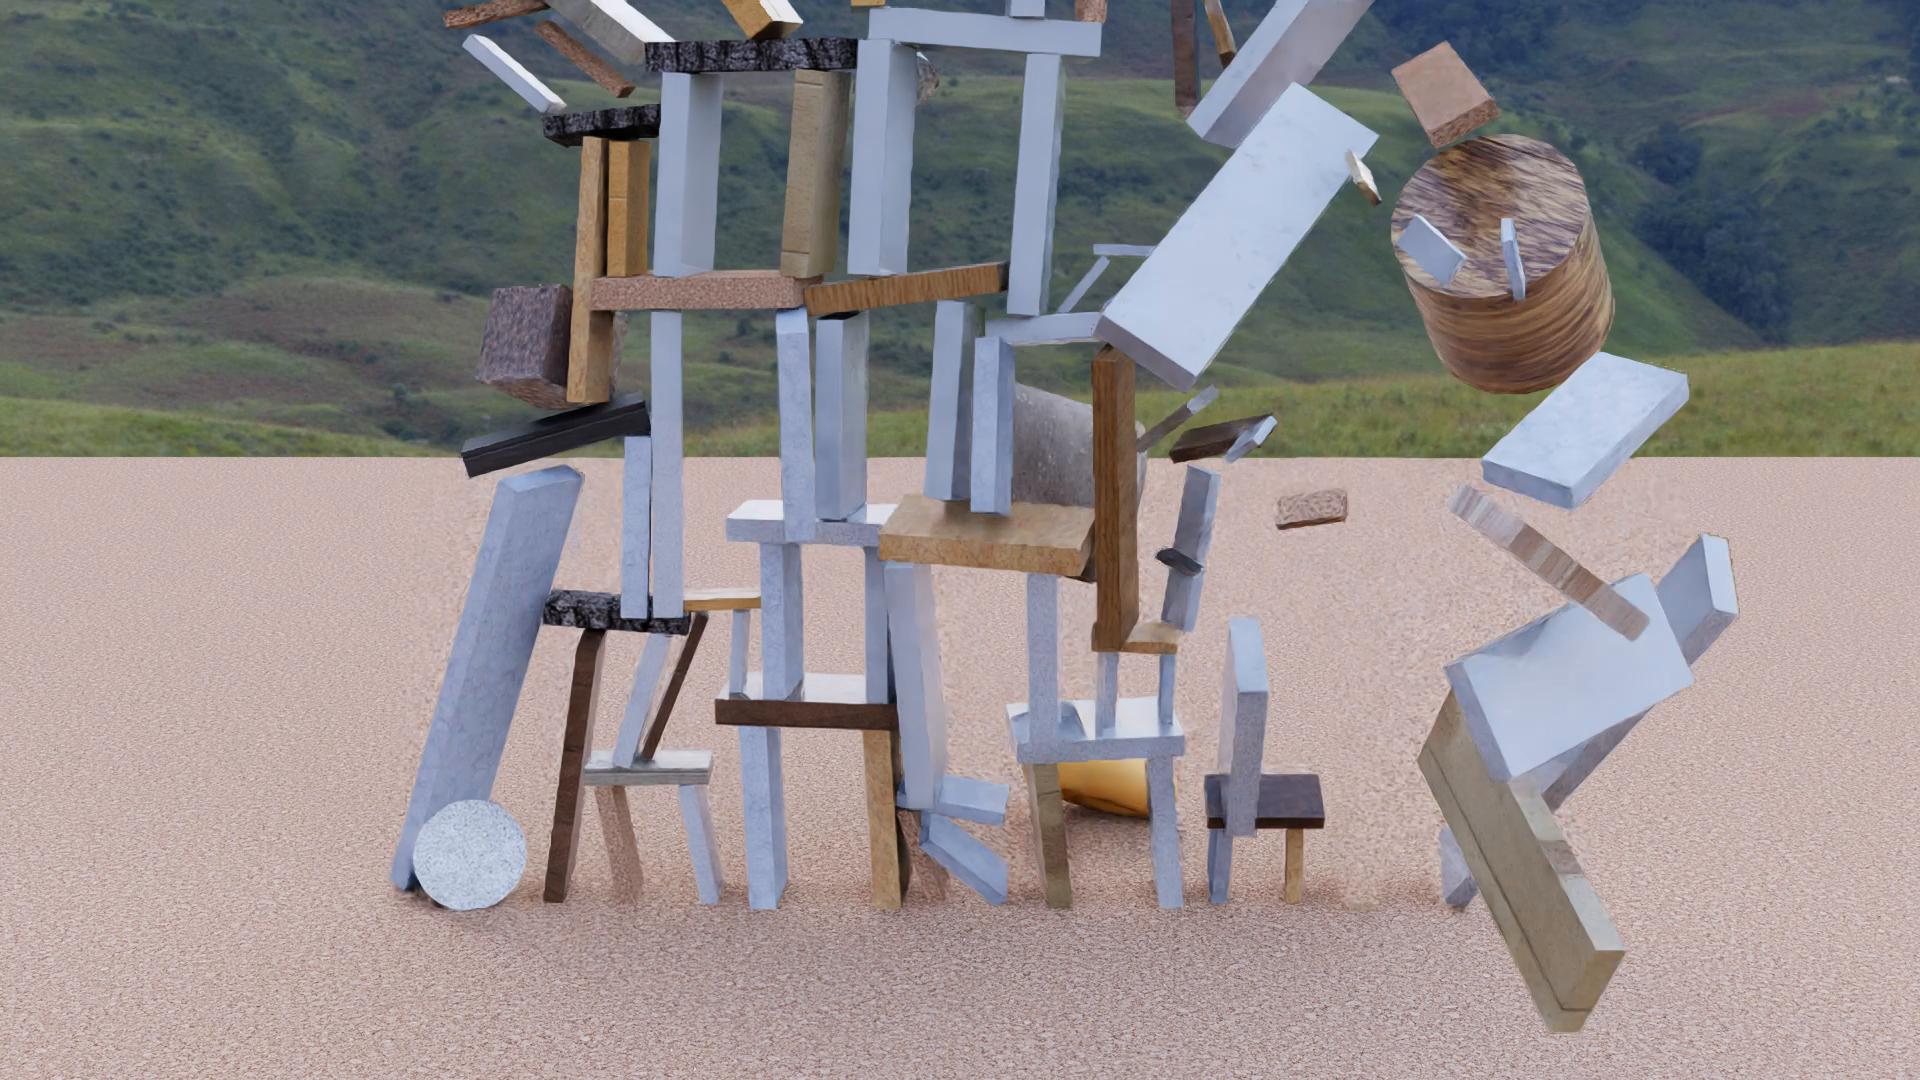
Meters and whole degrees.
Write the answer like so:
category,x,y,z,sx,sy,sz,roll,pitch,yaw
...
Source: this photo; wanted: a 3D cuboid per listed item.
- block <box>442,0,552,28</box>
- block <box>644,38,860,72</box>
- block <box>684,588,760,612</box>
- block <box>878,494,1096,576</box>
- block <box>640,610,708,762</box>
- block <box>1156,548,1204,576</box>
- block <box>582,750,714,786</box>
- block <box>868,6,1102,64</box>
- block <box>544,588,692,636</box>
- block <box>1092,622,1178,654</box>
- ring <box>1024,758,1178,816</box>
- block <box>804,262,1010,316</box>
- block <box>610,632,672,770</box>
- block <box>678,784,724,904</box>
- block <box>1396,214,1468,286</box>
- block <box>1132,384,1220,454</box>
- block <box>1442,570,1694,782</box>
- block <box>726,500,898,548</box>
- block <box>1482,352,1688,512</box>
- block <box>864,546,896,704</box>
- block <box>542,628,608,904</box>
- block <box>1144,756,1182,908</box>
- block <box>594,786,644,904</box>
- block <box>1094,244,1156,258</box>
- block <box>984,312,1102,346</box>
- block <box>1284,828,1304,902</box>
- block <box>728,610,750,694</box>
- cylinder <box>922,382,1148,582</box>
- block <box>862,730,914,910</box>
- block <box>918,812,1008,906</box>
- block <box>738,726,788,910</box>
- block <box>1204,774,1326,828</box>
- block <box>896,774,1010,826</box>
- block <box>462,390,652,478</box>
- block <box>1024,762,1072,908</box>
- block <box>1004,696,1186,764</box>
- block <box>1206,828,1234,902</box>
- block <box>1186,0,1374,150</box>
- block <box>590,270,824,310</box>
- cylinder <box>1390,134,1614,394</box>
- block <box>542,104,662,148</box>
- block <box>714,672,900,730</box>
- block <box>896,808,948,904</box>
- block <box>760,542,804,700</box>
category,x,y,z,sx,sy,sz,roll,pitch,yaw
block,-0.713,-0.826,3.422,0.163,0.023,0.081,-9,11,12
block,-0.308,-0.739,3.356,0.307,0.043,0.153,2,12,13
block,-0.379,0.096,3.572,0.135,0.019,0.067,-2,13,-1
block,0.047,-0.009,3.389,0.312,0.044,0.156,5,25,13
block,-0.470,0.236,3.620,0.019,0.256,0.067,21,6,-9
block,0.295,0.030,2.967,0.046,0.013,0.092,32,-4,-5
block,-0.512,0.375,3.625,0.202,0.029,0.101,0,11,-1
block,0.034,-0.774,3.376,0.348,0.049,0.174,4,9,-3
block,-0.553,0.117,3.569,0.230,0.033,0.115,5,11,-5
block,0.277,0.156,3.488,0.135,0.019,0.067,2,24,3
ring,0.256,0.434,4.026,0.292,0.097,0.292,14,-12,3
block,-0.076,-0.389,3.396,0.299,0.042,0.149,-6,8,11
block,-0.518,0.249,3.601,0.033,0.230,0.115,17,11,-4
block,-0.430,0.489,3.650,0.029,0.202,0.101,-10,11,1
block,0.633,-0.388,2.951,0.014,0.048,0.095,-3,44,-46
block,0.317,-0.177,3.228,0.070,0.020,0.140,-36,-1,-38
block,0.795,0.175,2.864,0.320,0.160,0.045,-23,-2,-23
block,-0.227,-0.027,3.499,0.263,0.037,0.131,2,14,10
block,0.806,-0.144,2.832,0.266,0.038,0.133,-39,41,-27
block,-0.114,0.117,3.538,0.037,0.263,0.131,4,15,16
block,-0.629,0.364,3.593,0.033,0.461,0.115,10,21,-4
block,0.333,0.453,3.626,0.038,0.270,0.135,-5,16,2
block,-0.565,0.489,3.649,0.029,0.203,0.101,-10,11,2
block,0.265,-0.450,3.427,0.112,0.016,0.056,2,4,5
block,0.178,-0.326,3.390,0.260,0.037,0.130,-3,2,10
block,0.556,0.498,3.655,0.026,0.185,0.092,2,10,7
block,-0.358,0.174,3.578,0.019,0.135,0.068,5,14,2
cylinder,0.121,-0.104,3.669,0.288,0.288,0.288,16,6,-15
block,-0.118,0.435,3.630,0.044,0.309,0.154,-2,13,7
block,0.007,0.518,3.609,0.176,0.025,0.088,40,25,-20
block,-0.324,0.437,3.642,0.044,0.309,0.154,-2,10,4
block,0.487,0.419,3.529,0.184,0.026,0.092,0,41,1
block,-0.011,0.417,3.584,0.175,0.025,0.088,10,25,4
block,-0.635,-0.168,3.465,0.290,0.041,0.145,-16,13,-7
block,0.142,0.451,3.605,0.038,0.270,0.135,-9,24,-4
block,0.216,0.306,3.551,0.270,0.038,0.135,-2,24,-7
block,0.426,0.498,3.599,0.026,0.184,0.092,0,41,1
block,0.491,-0.735,3.368,0.152,0.304,0.043,1,44,-52
block,-0.392,-0.392,3.436,0.328,0.046,0.164,1,12,13
cylinder,0.805,-0.403,3.249,0.277,0.277,0.277,6,-23,27
block,-0.537,-0.650,3.444,0.207,0.029,0.104,-5,0,9
block,-0.232,0.262,3.595,0.309,0.044,0.154,1,14,7
block,-0.061,0.502,3.626,0.025,0.176,0.088,-15,19,11
block,-0.288,0.112,3.563,0.037,0.263,0.131,2,14,9
